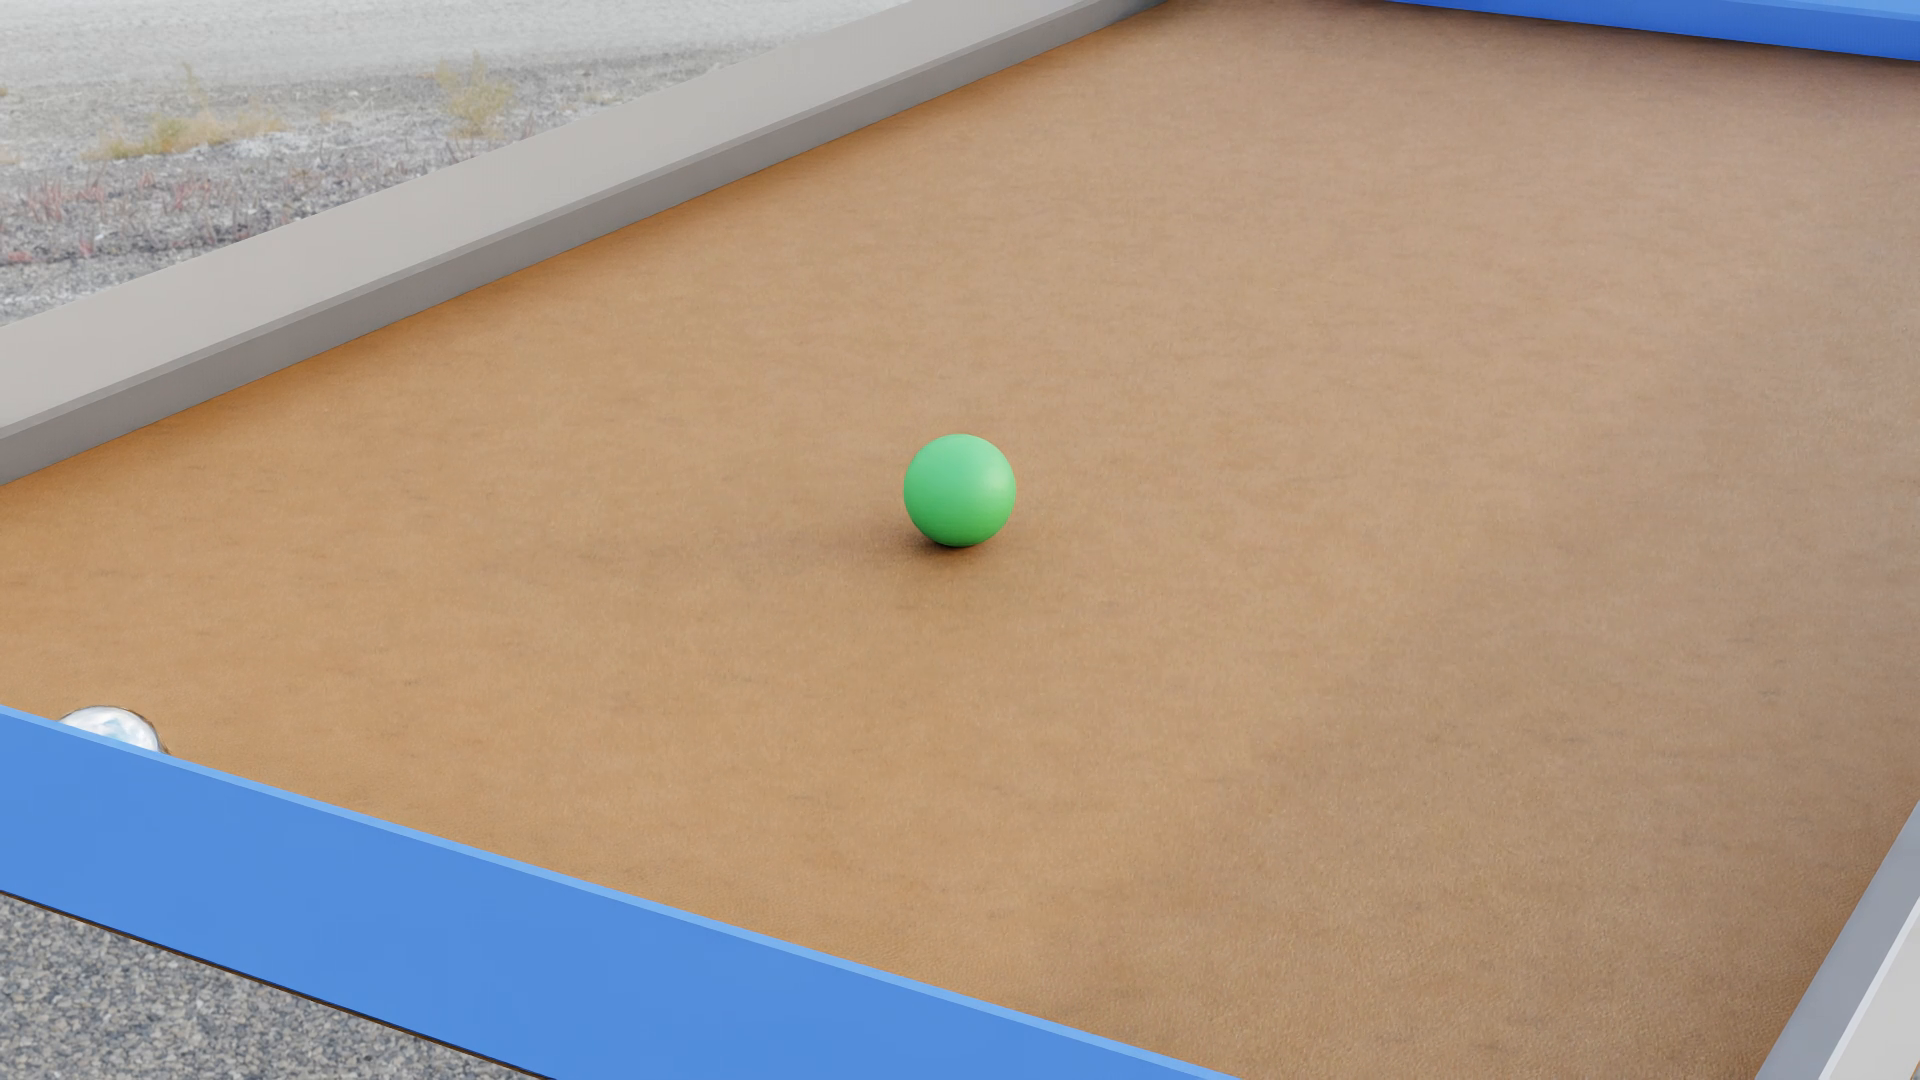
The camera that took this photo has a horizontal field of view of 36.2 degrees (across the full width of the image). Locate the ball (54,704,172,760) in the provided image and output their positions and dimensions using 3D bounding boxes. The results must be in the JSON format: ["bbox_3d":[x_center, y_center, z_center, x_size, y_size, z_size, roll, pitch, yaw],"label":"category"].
[{"bbox_3d":[-0.493,0.134,1.691,0.079,0.079,0.079,0,22,0],"label":"ball"}]

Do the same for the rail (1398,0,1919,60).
[{"bbox_3d":[0.954,-0.658,3.555,1.446,0.118,0.045,12,25,27],"label":"rail"}]

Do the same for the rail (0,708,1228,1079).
[{"bbox_3d":[-0.310,0.181,1.523,1.446,0.118,0.045,12,25,27],"label":"rail"}]

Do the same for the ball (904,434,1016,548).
[{"bbox_3d":[0.000,-0.035,2.100,0.081,0.081,0.081,0,22,0],"label":"ball"}]

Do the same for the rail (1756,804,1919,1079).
[{"bbox_3d":[0.928,-0.105,2.217,0.045,0.118,2.583,12,25,27],"label":"rail"}]

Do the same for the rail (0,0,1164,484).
[{"bbox_3d":[-0.284,-0.371,2.861,0.045,0.118,2.583,12,25,27],"label":"rail"}]
